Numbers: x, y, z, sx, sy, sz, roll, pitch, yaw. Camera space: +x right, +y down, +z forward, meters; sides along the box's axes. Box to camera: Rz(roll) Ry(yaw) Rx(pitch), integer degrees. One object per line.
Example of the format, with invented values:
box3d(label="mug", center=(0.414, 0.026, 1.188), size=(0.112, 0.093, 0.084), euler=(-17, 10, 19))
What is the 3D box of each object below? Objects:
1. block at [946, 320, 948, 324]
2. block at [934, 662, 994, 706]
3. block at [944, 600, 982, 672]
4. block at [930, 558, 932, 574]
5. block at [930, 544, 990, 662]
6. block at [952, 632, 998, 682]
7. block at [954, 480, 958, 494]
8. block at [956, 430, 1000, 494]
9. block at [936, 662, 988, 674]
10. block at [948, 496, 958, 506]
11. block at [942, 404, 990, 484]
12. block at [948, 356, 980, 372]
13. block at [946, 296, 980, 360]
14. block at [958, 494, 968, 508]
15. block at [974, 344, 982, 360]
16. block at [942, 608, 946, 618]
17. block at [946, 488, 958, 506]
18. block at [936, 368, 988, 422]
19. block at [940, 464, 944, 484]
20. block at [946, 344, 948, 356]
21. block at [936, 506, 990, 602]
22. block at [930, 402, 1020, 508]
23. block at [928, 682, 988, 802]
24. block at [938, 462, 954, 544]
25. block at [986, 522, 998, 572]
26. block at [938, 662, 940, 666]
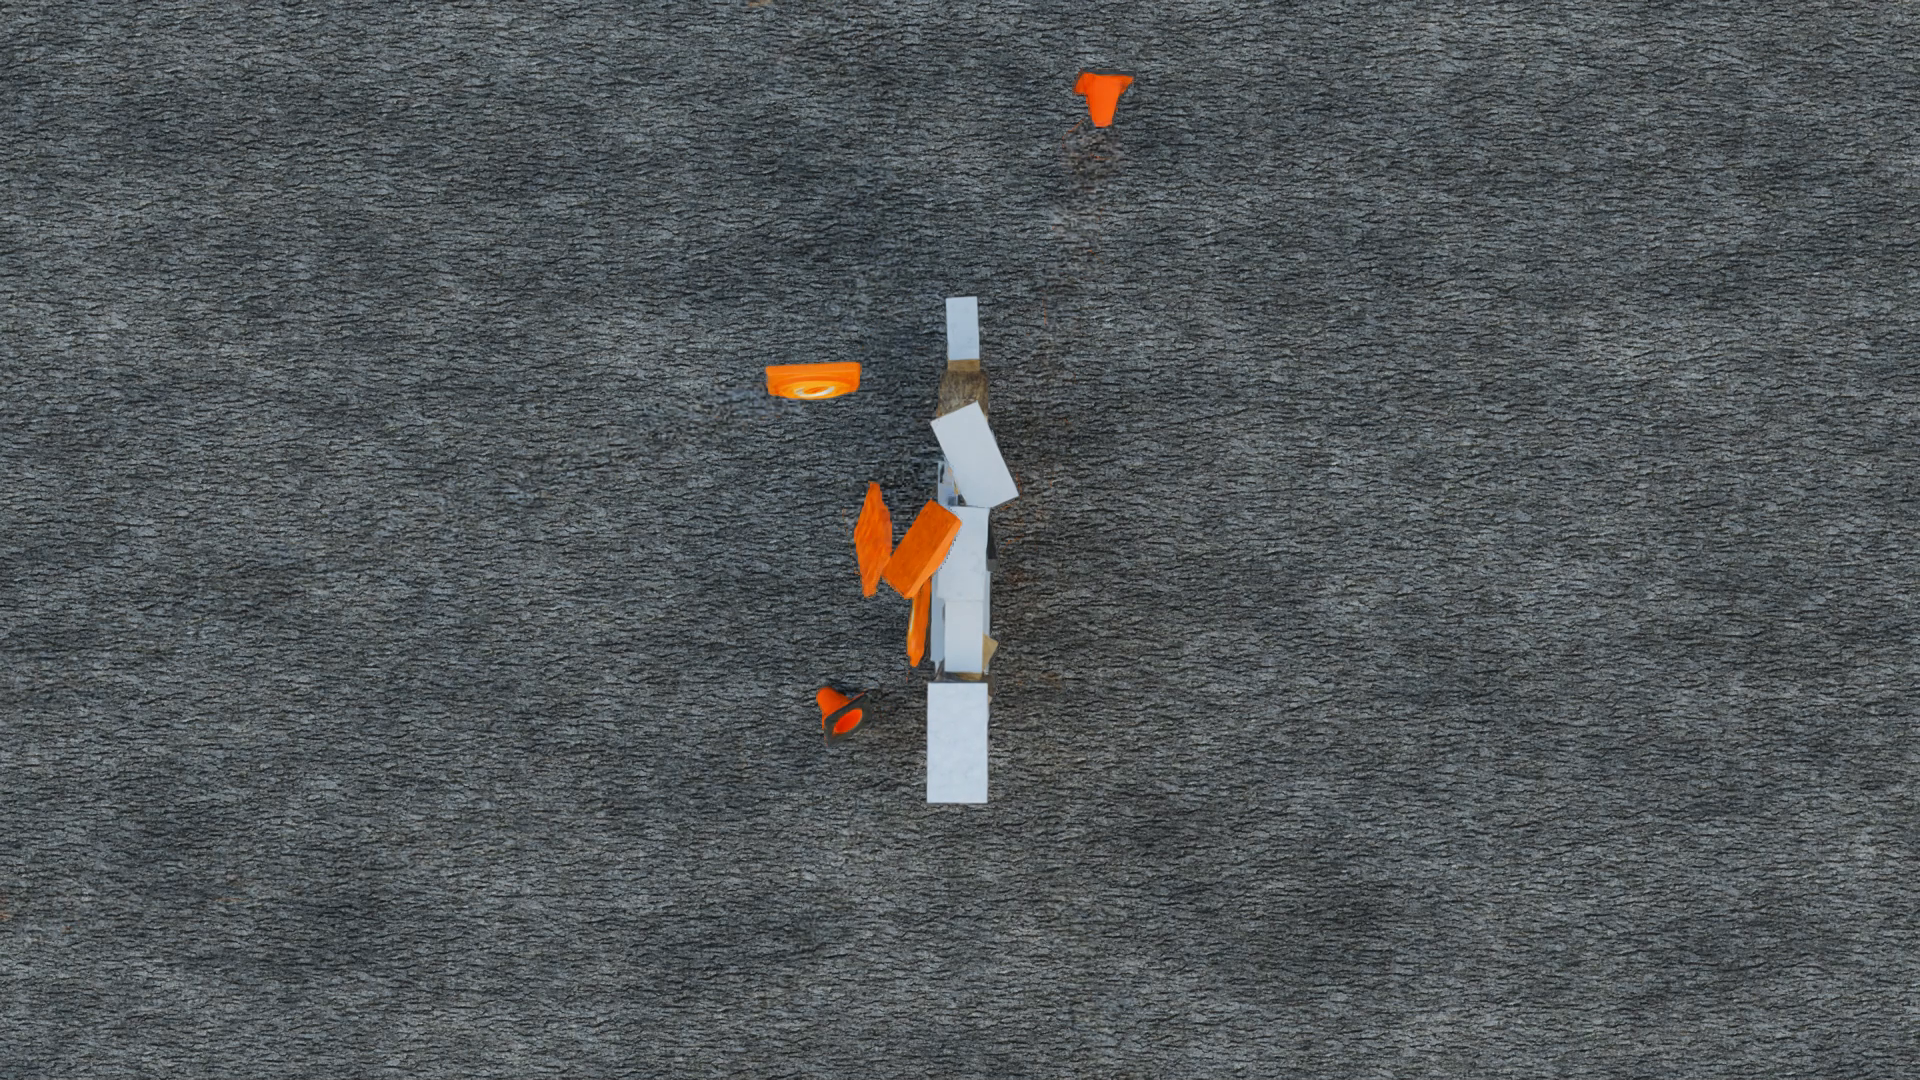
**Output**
box3d(label="block", center=(0.005, -0.686, 5.192), size=(0.091, 0.615, 0.026), euler=(0, 90, 0))
box3d(label="block", center=(0.011, 0.409, 4.689), size=(0.162, 0.325, 0.046), euler=(22, 95, 0))
box3d(label="block", center=(0.010, 0.259, 4.525), size=(0.102, 0.029, 0.204), euler=(1, 97, 0))
box3d(label="block", center=(-0.001, 0.073, 4.975), size=(0.168, 0.373, 0.048), euler=(-1, 90, 0))
box3d(label="block", center=(0.002, 0.181, 4.764), size=(0.168, 0.048, 0.336), euler=(1, 90, 0))
box3d(label="block", center=(0.032, 0.324, 4.646), size=(0.102, 0.204, 0.029), euler=(32, 122, 0))
box3d(label="block", center=(0.022, -0.183, 4.805), size=(0.078, 0.157, 0.022), euler=(1, 123, -2))
box3d(label="block", center=(0.047, -0.226, 4.744), size=(0.143, 0.285, 0.040), euler=(-9, 120, -3))
box3d(label="block", center=(0.005, 0.396, 5.147), size=(0.165, 0.047, 0.329), euler=(-1, 90, 0))
box3d(label="block", center=(0.008, -0.097, 4.849), size=(0.078, 0.254, 0.022), euler=(0, 100, -2))
box3d(label="block", center=(0.017, -0.285, 4.895), size=(0.123, 0.035, 0.246), euler=(4, 89, -3))
box3d(label="block", center=(0.012, -0.512, 5.086), size=(0.096, 0.027, 0.192), euler=(0, 83, -1))
box3d(label="block", center=(0.008, -0.625, 4.876), size=(0.091, 0.026, 0.182), euler=(-3, 95, 0))
box3d(label="block", center=(0.032, -0.095, 4.713), size=(0.078, 0.022, 0.157), euler=(0, 84, -2))
box3d(label="block", center=(0.016, -0.572, 4.987), size=(0.091, 0.182, 0.026), euler=(4, 90, -1))
box3d(label="block", center=(0.001, 0.207, 4.638), size=(0.102, 0.204, 0.029), euler=(0, 87, 0))
box3d(label="block", center=(-0.001, -0.074, 4.988), size=(0.080, 0.023, 0.160), euler=(0, 90, -1))
box3d(label="block", center=(0.007, -0.416, 4.839), size=(0.143, 0.471, 0.040), euler=(4, 111, -1))
box3d(label="block", center=(0.003, -0.199, 5.035), size=(0.123, 0.246, 0.035), euler=(1, 87, -3))
box3d(label="block", center=(0.007, -0.599, 5.245), size=(0.096, 0.273, 0.027), euler=(-1, 101, -1))
box3d(label="block", center=(0.008, 0.038, 4.480), size=(0.126, 0.036, 0.253), euler=(4, 80, 0))
box3d(label="block", center=(0.040, -0.225, 4.589), size=(0.143, 0.040, 0.285), euler=(-24, 90, -3))
box3d(label="block", center=(-0.007, 0.551, 4.504), size=(0.162, 0.046, 0.325), euler=(0, 91, 0))
box3d(label="block", center=(0.003, -0.098, 5.182), size=(0.149, 0.042, 0.297), euler=(0, 90, 0))
box3d(label="block", center=(0.027, -0.004, 4.737), size=(0.126, 0.490, 0.036), euler=(0, 107, -3))
box3d(label="block", center=(0.004, 0.455, 4.869), size=(0.118, 0.033, 0.236), euler=(-5, 90, 0))
